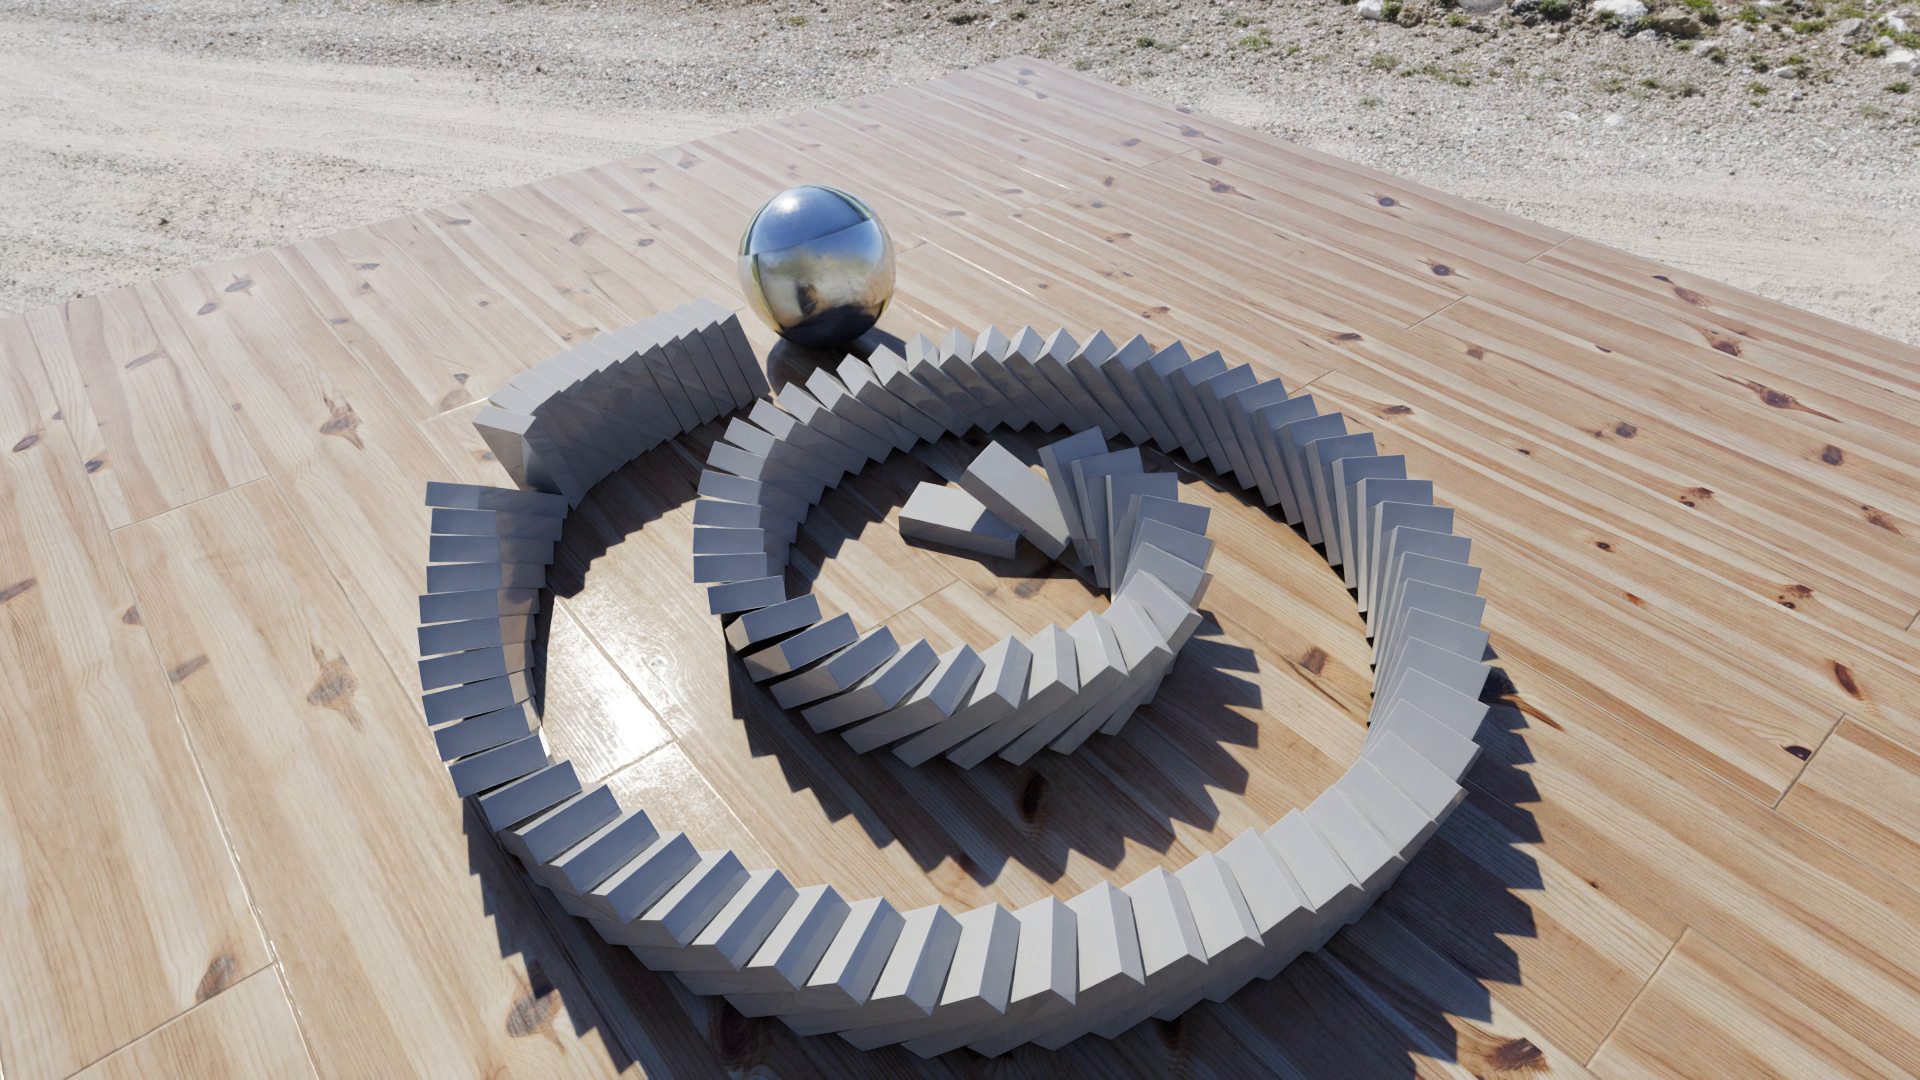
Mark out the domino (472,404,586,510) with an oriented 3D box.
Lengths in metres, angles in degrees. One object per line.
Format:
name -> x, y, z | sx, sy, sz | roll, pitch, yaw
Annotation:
domino -> -0.176, -0.033, 0.451 | 0.025, 0.050, 0.010 | 14, 58, 16

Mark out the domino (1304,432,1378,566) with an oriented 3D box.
domino -> 0.156, -0.016, 0.438 | 0.025, 0.010, 0.050 | -8, 83, -10

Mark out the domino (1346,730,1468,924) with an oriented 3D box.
domino -> 0.119, 0.083, 0.317 | 0.050, 0.009, 0.025 | -52, 51, 6

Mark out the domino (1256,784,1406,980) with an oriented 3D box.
domino -> 0.094, 0.094, 0.303 | 0.050, 0.009, 0.025 | -46, 44, 11

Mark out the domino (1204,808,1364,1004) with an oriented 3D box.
domino -> 0.081, 0.099, 0.298 | 0.050, 0.010, 0.025 | -44, 42, 13

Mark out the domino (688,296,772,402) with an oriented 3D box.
domino -> -0.109, -0.090, 0.521 | 0.025, 0.050, 0.010 | 30, 65, 31

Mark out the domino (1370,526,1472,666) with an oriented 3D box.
domino -> 0.164, 0.022, 0.391 | 0.025, 0.009, 0.050 | 11, 83, 12

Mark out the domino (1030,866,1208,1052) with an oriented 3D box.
domino -> 0.038, 0.109, 0.286 | 0.050, 0.010, 0.025 | -38, 35, 20

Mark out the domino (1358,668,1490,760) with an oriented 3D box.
domino -> 0.138, 0.067, 0.336 | 0.025, 0.009, 0.050 | 28, 90, 30

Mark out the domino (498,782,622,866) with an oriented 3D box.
domino -> -0.118, 0.081, 0.320 | 0.025, 0.009, 0.050 | -30, 6, -32

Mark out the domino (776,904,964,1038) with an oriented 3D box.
domino -> -0.024, 0.111, 0.283 | 0.050, 0.010, 0.025 | -28, 23, 38

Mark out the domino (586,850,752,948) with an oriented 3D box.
domino -> -0.080, 0.098, 0.300 | 0.050, 0.010, 0.025 | -22, 16, 48

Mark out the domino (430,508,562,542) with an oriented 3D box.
domino -> -0.178, -0.006, 0.425 | 0.025, 0.010, 0.050 | 3, -2, 7

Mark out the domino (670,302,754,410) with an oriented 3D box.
domino -> -0.116, -0.086, 0.515 | 0.025, 0.050, 0.010 | 30, 65, 31

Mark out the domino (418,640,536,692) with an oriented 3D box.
domino -> -0.160, 0.042, 0.368 | 0.025, 0.009, 0.050 | -11, -1, -12

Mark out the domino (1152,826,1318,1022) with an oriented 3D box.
domino -> 0.067, 0.103, 0.294 | 0.050, 0.010, 0.025 | -43, 40, 15

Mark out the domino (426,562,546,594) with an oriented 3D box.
domino -> -0.172, 0.014, 0.402 | 0.025, 0.009, 0.050 | -4, -2, -4

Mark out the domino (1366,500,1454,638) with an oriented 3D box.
domino -> 0.165, 0.012, 0.403 | 0.025, 0.009, 0.050 | 6, 83, 7

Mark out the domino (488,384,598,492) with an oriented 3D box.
domino -> -0.175, -0.041, 0.462 | 0.025, 0.050, 0.010 | 25, 63, 27

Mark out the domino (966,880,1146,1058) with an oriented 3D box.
domino -> 0.023, 0.111, 0.283 | 0.050, 0.010, 0.025 | -37, 32, 24

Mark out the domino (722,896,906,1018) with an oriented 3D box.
domino -> -0.038, 0.109, 0.286 | 0.050, 0.009, 0.025 | -26, 21, 41

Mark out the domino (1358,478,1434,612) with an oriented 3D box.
domino -> 0.164, 0.002, 0.415 | 0.025, 0.009, 0.050 | 2, 83, 2

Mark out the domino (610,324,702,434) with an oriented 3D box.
domino -> -0.138, -0.073, 0.500 | 0.025, 0.050, 0.009 | 30, 65, 31

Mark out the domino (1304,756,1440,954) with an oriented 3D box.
domino -> 0.107, 0.089, 0.310 | 0.050, 0.009, 0.025 | -50, 48, 8

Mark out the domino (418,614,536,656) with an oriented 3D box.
domino -> -0.165, 0.032, 0.379 | 0.025, 0.009, 0.050 | -8, -2, -9

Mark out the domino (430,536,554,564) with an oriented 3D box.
domino -> -0.175, 0.004, 0.414 | 0.025, 0.009, 0.050 | 1, -2, 1

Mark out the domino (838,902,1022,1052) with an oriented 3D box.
domino -> -0.008, 0.112, 0.282 | 0.050, 0.009, 0.025 | -31, 26, 33

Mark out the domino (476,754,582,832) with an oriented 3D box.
domino -> -0.130, 0.074, 0.328 | 0.025, 0.010, 0.050 | -24, 3, -27

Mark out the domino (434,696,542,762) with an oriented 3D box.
domino -> -0.148, 0.059, 0.347 | 0.025, 0.009, 0.050 | -16, 0, -18

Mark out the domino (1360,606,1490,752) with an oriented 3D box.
domino -> 0.151, 0.050, 0.358 | 0.025, 0.009, 0.050 | 19, 85, 21

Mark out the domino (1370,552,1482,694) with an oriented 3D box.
domino -> 0.161, 0.032, 0.380 | 0.025, 0.010, 0.050 | 13, 84, 15

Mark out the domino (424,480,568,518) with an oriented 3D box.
domino -> -0.183, -0.016, 0.436 | 0.025, 0.009, 0.050 | 5, -1, 19

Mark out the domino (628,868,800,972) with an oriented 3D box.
domino -> -0.067, 0.102, 0.294 | 0.050, 0.009, 0.025 | -23, 17, 46

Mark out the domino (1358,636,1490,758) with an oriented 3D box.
domino -> 0.145, 0.059, 0.347 | 0.025, 0.009, 0.050 | 23, 87, 25

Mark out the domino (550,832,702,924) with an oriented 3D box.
domino -> -0.094, 0.093, 0.306 | 0.025, 0.009, 0.050 | -38, 10, -37

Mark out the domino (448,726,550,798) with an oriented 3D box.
domino -> -0.140, 0.067, 0.337 | 0.025, 0.010, 0.050 | -19, 1, -21

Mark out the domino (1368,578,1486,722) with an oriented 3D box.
domino -> 0.156, 0.041, 0.369 | 0.025, 0.010, 0.050 | 15, 84, 18

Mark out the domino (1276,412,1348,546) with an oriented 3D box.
domino -> 0.149, -0.025, 0.450 | 0.025, 0.010, 0.050 | -13, 84, -15

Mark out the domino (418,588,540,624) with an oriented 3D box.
domino -> -0.169, 0.023, 0.391 | 0.025, 0.009, 0.050 | -5, -2, -6

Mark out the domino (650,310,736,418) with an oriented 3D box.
domino -> -0.124, -0.081, 0.510 | 0.025, 0.050, 0.009 | 30, 65, 31

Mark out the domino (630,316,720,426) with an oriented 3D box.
domino -> -0.131, -0.077, 0.505 | 0.025, 0.050, 0.009 | 30, 65, 31

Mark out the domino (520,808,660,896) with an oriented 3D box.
domino -> -0.106, 0.088, 0.312 | 0.025, 0.009, 0.050 | -34, 8, -34

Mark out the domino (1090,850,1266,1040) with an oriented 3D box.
domino -> 0.052, 0.107, 0.289 | 0.050, 0.010, 0.025 | -40, 37, 18

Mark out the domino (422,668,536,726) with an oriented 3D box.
domino -> -0.155, 0.050, 0.357 | 0.025, 0.009, 0.050 | -13, -1, -15

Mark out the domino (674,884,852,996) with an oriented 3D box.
domino -> -0.053, 0.106, 0.290 | 0.050, 0.010, 0.025 | -25, 19, 43

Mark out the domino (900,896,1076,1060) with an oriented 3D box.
domino -> 0.007, 0.112, 0.282 | 0.050, 0.010, 0.025 | -33, 28, 29

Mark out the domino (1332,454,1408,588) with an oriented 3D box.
domino -> 0.161, -0.007, 0.427 | 0.025, 0.009, 0.050 | -4, 83, -4

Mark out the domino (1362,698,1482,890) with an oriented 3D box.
domino -> 0.129, 0.075, 0.326 | 0.025, 0.010, 0.050 | 35, 93, 34
